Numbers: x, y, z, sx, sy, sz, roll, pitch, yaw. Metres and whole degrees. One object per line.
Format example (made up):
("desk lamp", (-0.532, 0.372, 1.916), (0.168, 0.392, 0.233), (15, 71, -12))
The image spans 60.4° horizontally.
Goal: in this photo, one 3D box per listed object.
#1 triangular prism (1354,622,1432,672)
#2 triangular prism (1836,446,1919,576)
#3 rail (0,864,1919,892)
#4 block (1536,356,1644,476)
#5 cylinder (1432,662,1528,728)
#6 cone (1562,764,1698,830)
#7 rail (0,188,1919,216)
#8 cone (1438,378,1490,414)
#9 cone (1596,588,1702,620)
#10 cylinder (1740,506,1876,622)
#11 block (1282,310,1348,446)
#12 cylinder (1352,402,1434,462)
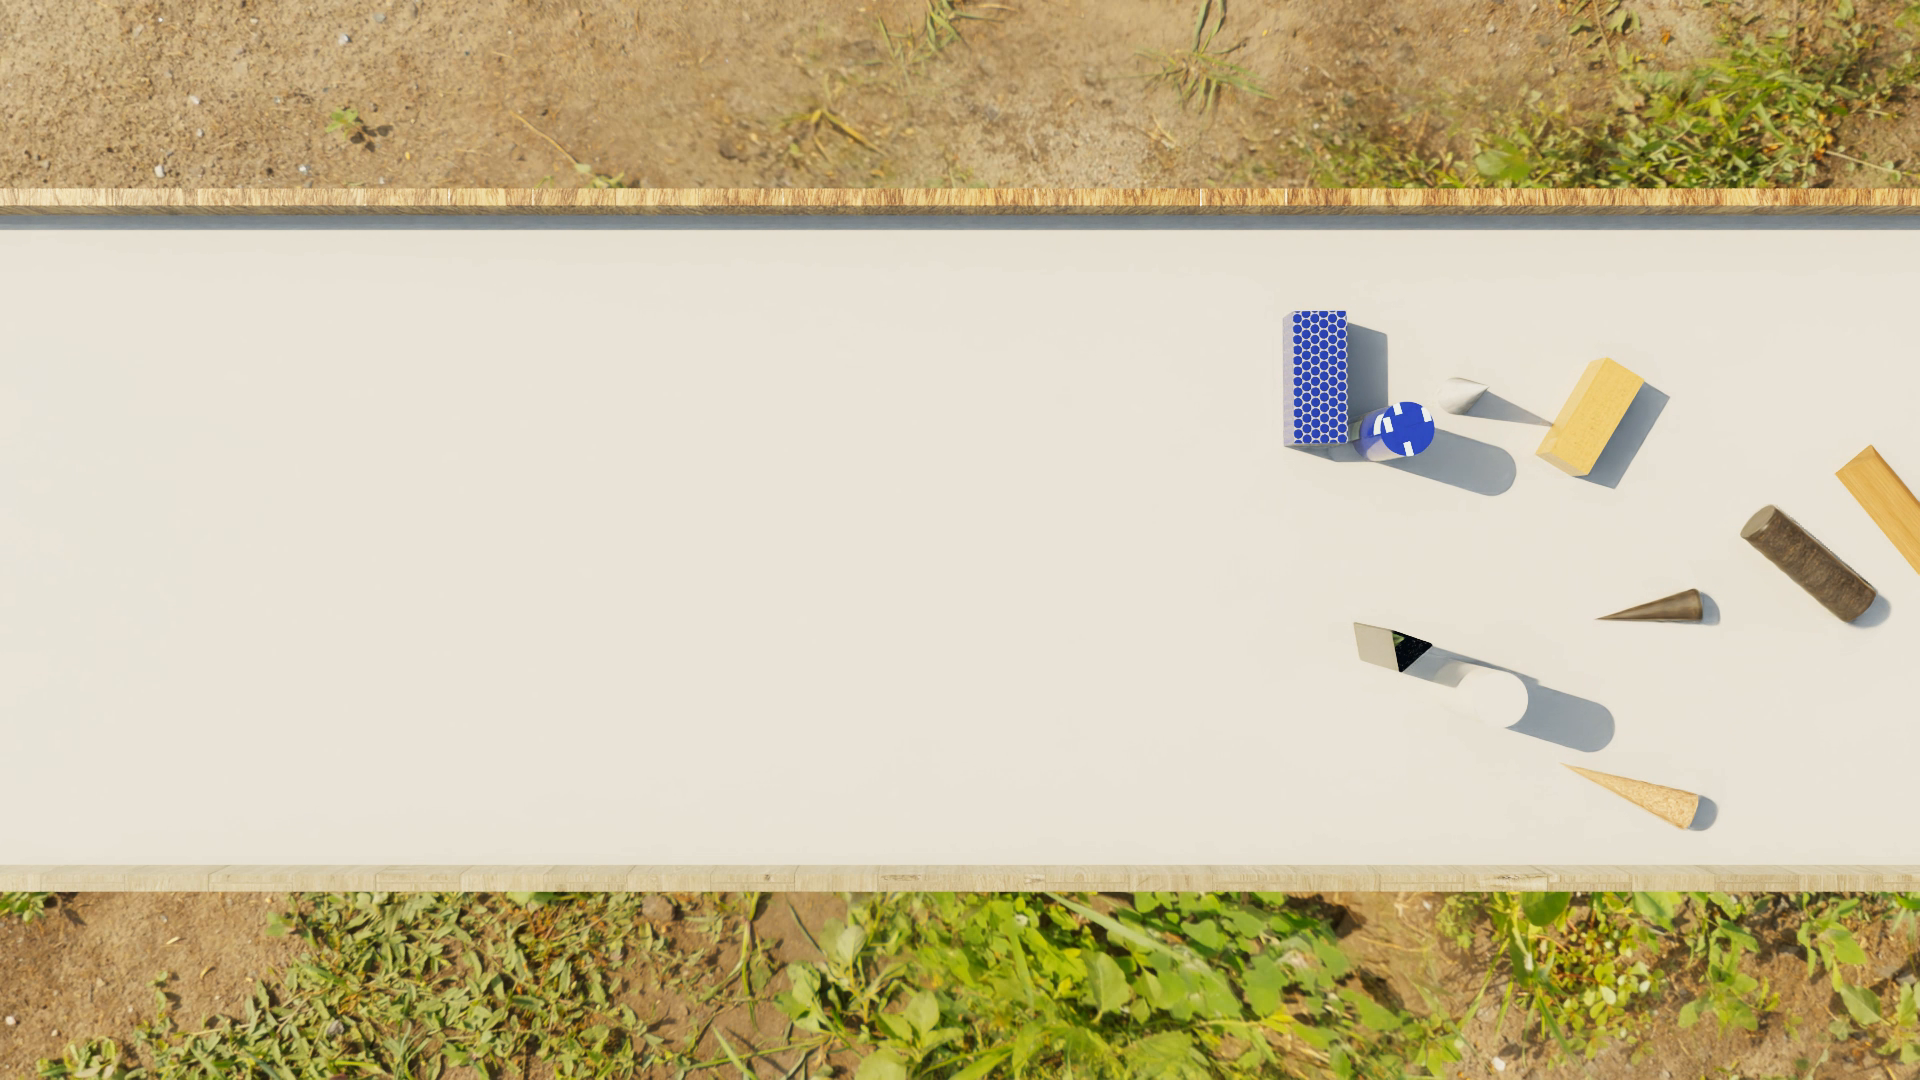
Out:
("triangular prism", (1.246, 0.293, 4.851), (0.120, 0.451, 0.104), (-41, 90, 0))
("triangular prism", (2.891, -0.072, 5.012), (0.142, 0.123, 0.458), (-40, 90, 0))
("rail", (-2.247, 1.025, 5.001), (12.000, 0.150, 0.050), (0, 90, 0))
("block", (1.911, -0.373, 5.010), (0.132, 0.132, 0.333), (31, 90, 0))
("cylinder", (1.533, 0.453, 4.879), (0.160, 0.396, 0.160), (0, 90, 0))
("cone", (2.030, 0.755, 5.048), (0.409, 0.116, 0.116), (20, 90, 8))
("rail", (-2.247, -1.025, 5.002), (12.000, 0.150, 0.050), (0, 90, 0))
("cone", (1.528, -0.443, 4.914), (0.116, 0.325, 0.116), (0, 90, 0))
("cone", (2.099, 0.221, 5.051), (0.306, 0.102, 0.102), (-9, 90, 10))
("cylinder", (2.575, 0.071, 5.011), (0.397, 0.131, 0.131), (40, 90, 0))
("block", (1.074, -0.486, 4.996), (0.161, 0.161, 0.394), (-1, 90, 0))
("cylinder", (1.283, -0.319, 4.904), (0.157, 0.344, 0.157), (0, 90, 0))
